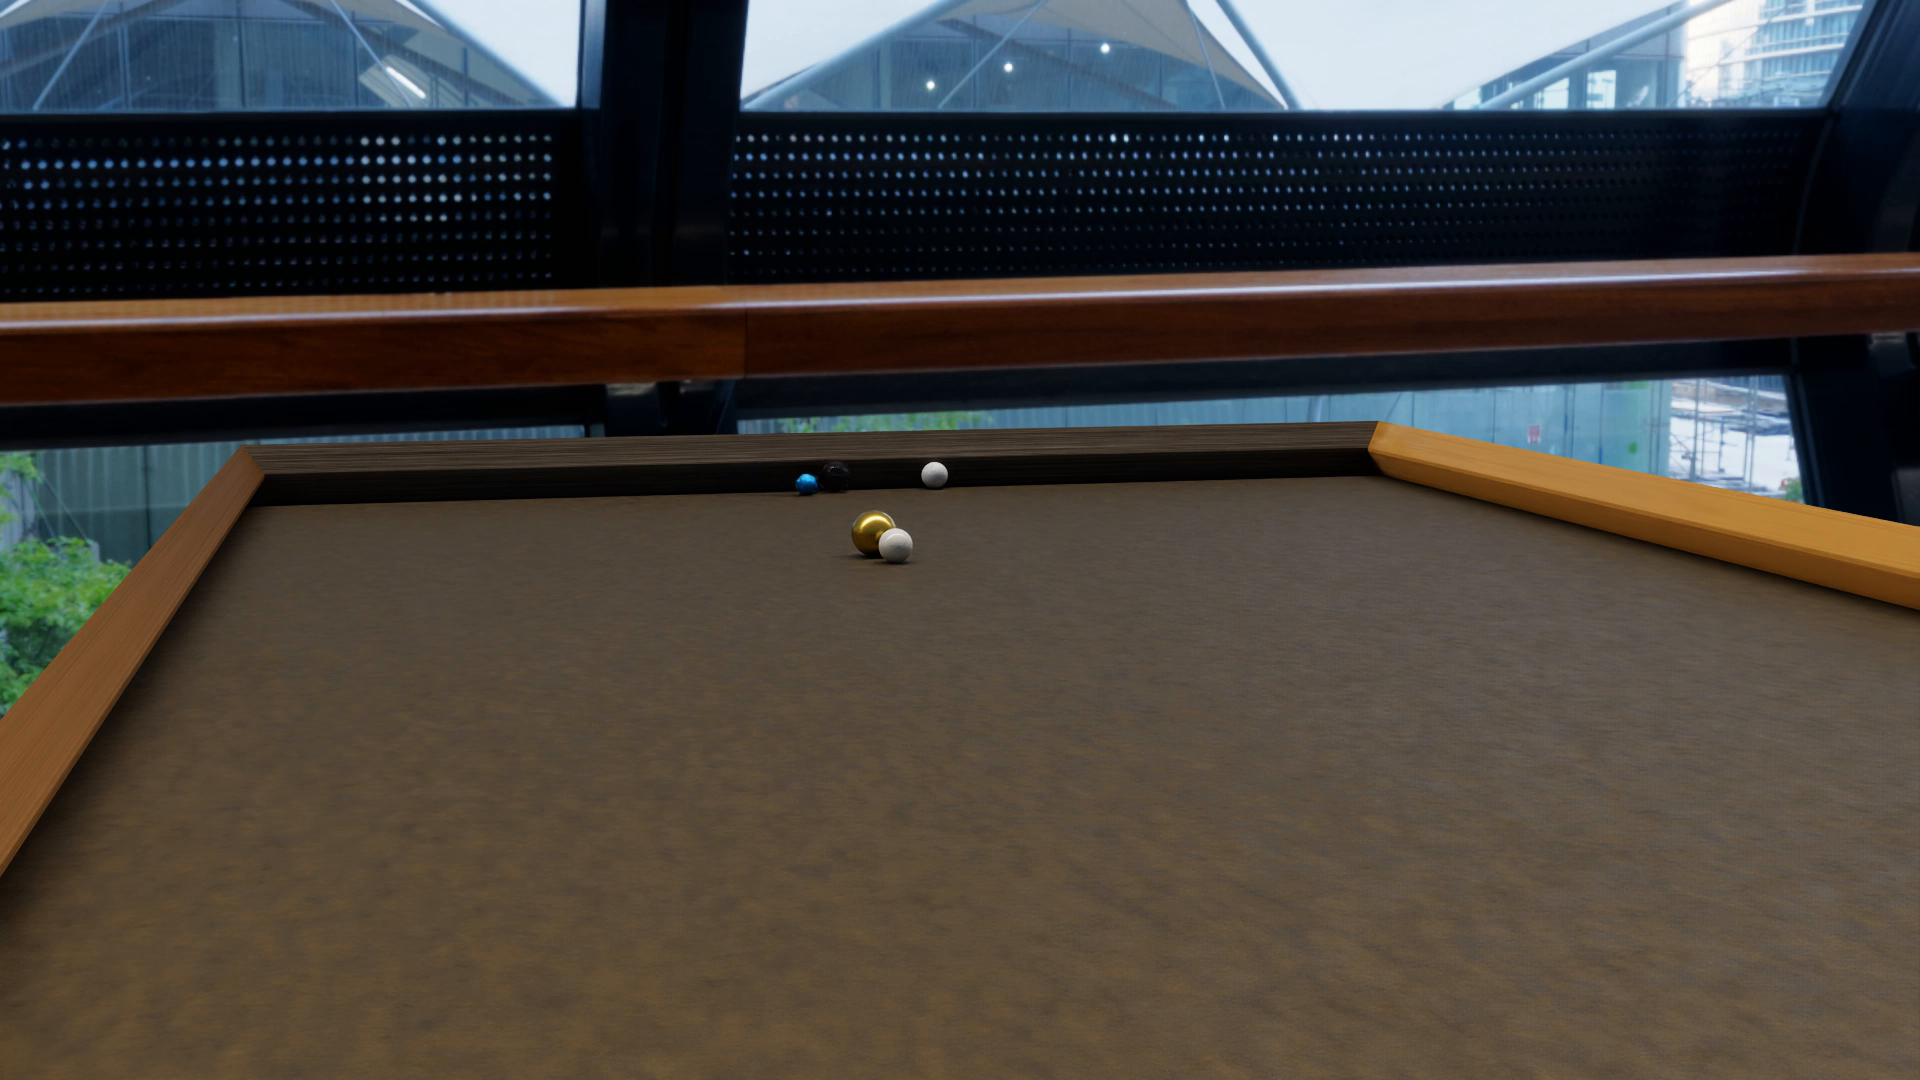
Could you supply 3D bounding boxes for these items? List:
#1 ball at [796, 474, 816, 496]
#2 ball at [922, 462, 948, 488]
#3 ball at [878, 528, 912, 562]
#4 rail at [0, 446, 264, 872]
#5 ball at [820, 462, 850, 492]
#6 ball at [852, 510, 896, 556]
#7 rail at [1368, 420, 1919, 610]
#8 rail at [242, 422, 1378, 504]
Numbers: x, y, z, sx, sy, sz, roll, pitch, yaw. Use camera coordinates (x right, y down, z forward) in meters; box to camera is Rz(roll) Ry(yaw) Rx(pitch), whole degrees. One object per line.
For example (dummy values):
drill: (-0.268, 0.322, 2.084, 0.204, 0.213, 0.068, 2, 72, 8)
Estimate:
ball: (-0.310, -0.112, 4.435, 0.043, 0.043, 0.043, 0, 8, 0)
ball: (-0.053, -0.134, 4.550, 0.055, 0.055, 0.055, 0, 8, 0)
ball: (-0.103, 0.009, 3.524, 0.055, 0.055, 0.055, 0, 8, 0)
rail: (-0.898, 0.147, 2.317, 0.045, 0.114, 4.102, -2, 8, -13)
ball: (-0.256, -0.129, 4.493, 0.062, 0.062, 0.062, 0, 8, 0)
ball: (-0.140, -0.011, 3.594, 0.076, 0.076, 0.076, 0, 8, 0)
rail: (1.377, 0.071, 2.857, 0.045, 0.114, 4.102, -2, 8, -13)
rail: (-0.234, -0.163, 4.539, 2.387, 0.114, 0.045, -2, 8, -13)
